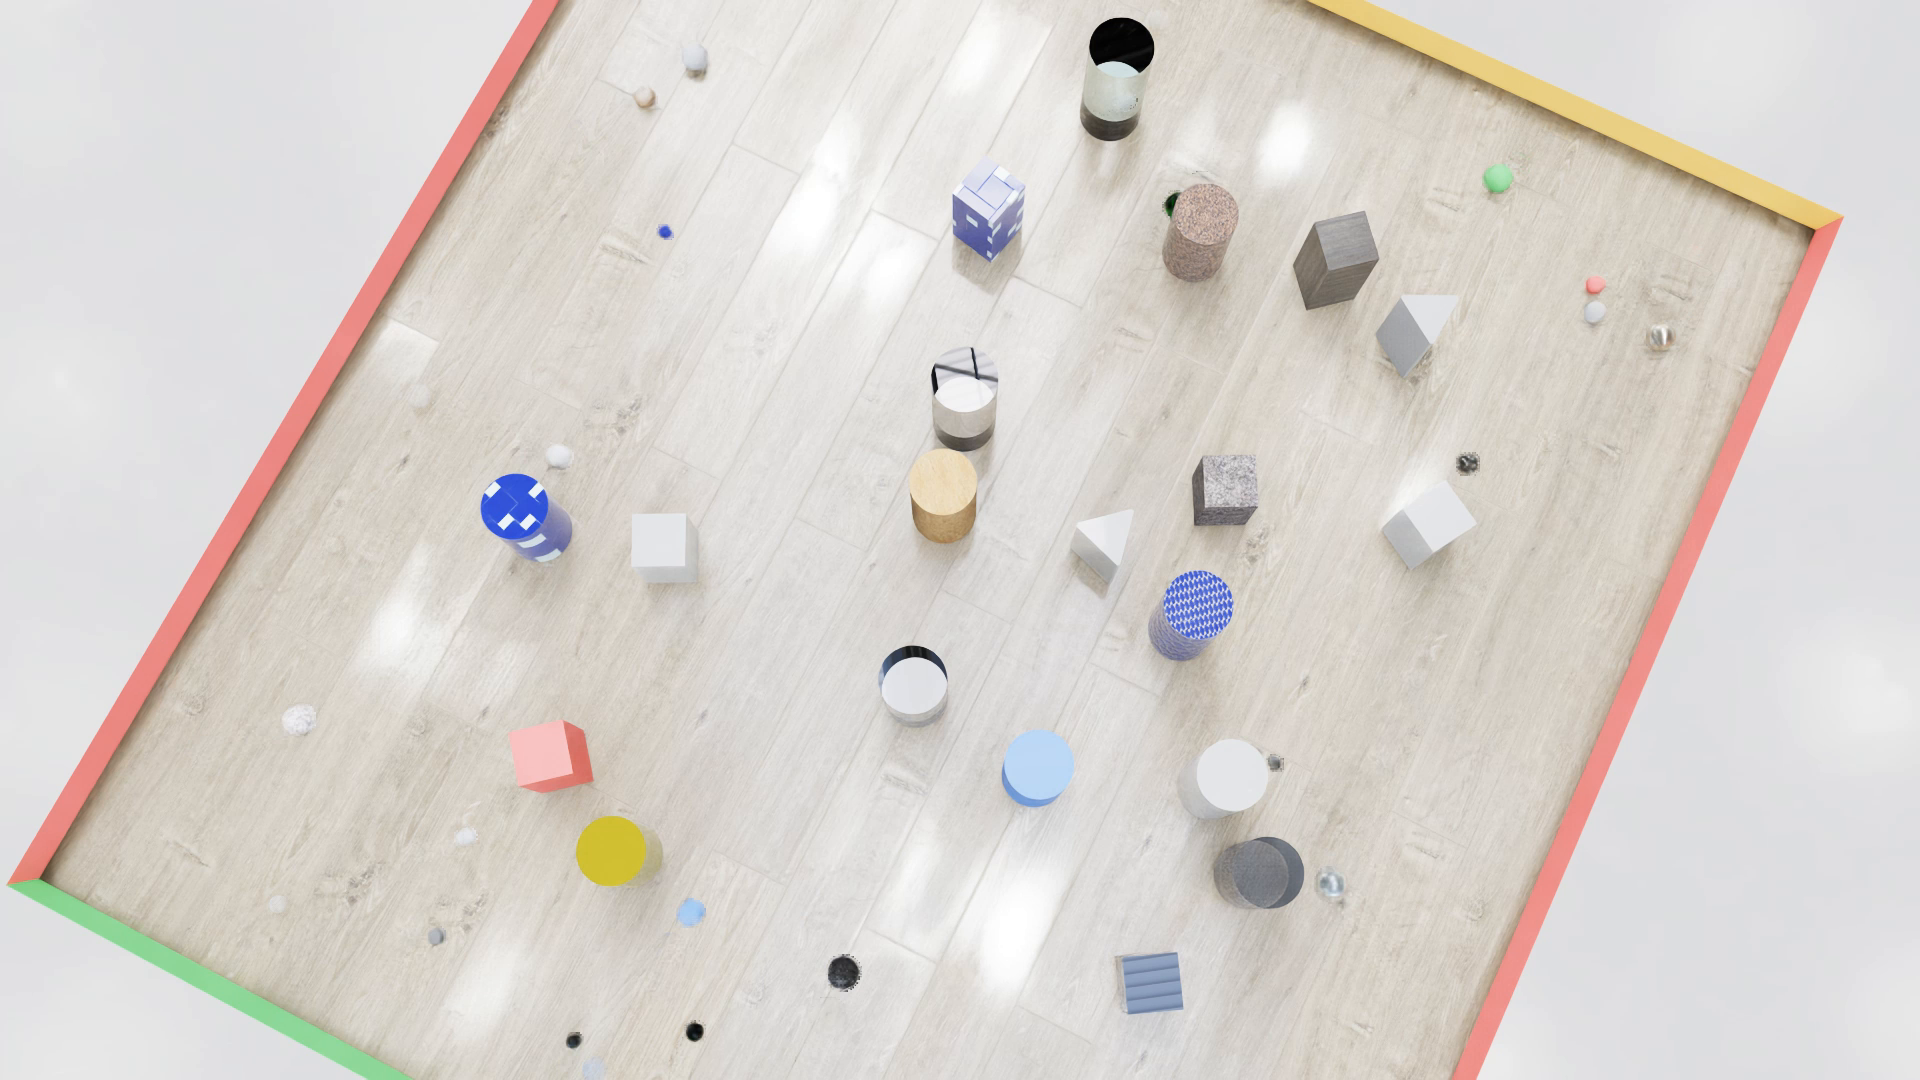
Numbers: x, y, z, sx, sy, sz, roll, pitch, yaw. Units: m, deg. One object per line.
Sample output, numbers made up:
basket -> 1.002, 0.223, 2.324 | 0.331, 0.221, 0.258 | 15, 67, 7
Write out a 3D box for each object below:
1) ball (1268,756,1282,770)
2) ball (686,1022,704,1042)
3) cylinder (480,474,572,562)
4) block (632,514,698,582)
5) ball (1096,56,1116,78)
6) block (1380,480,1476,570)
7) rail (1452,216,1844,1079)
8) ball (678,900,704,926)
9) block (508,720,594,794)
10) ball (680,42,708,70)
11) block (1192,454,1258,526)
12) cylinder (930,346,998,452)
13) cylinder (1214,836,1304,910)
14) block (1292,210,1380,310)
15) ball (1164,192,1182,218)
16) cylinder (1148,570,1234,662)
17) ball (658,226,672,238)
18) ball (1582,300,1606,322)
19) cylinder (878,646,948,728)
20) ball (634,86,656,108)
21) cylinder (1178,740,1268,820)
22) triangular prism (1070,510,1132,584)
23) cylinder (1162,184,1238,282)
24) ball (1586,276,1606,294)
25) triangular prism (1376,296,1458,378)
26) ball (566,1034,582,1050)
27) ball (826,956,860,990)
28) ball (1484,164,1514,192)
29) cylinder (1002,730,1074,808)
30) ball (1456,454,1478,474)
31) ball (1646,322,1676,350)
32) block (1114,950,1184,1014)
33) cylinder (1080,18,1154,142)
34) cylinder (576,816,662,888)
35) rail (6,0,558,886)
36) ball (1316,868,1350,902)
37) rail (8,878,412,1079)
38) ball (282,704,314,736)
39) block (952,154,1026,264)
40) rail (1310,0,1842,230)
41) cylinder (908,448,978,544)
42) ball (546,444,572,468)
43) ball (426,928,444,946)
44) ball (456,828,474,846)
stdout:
ball -> 0.937, 0.666, 5.458 | 0.041, 0.041, 0.041 | 0, 78, 0
ball -> -0.767, 1.422, 5.294 | 0.055, 0.055, 0.055 | 0, 78, 0
cylinder -> -1.286, -0.063, 5.456 | 0.196, 0.340, 0.196 | 0, 78, 0
block -> -0.879, 0.027, 5.476 | 0.156, 0.265, 0.156 | -1, 78, 0
ball -> 0.471, -1.520, 5.897 | 0.068, 0.068, 0.068 | 0, 78, 0
block -> 1.399, -0.041, 5.482 | 0.156, 0.281, 0.156 | -33, 80, -6
rail -> 1.770, 0.873, 5.370 | 0.045, 0.127, 4.290 | 26, 80, 5
ball -> -0.787, 1.092, 5.353 | 0.074, 0.074, 0.074 | 0, 78, 0
block -> -1.186, 0.632, 5.331 | 0.156, 0.302, 0.156 | -13, 79, -3
ball -> -0.853, -1.555, 5.893 | 0.088, 0.088, 0.088 | 0, 78, 0
block -> 0.796, -0.148, 5.514 | 0.156, 0.260, 0.156 | -1, 78, 0
cylinder -> 0.013, -0.414, 5.470 | 0.196, 0.455, 0.196 | 0, 78, 0
cylinder -> 0.847, 0.952, 5.217 | 0.196, 0.396, 0.196 | 0, 78, 0
block -> 1.147, -0.851, 5.608 | 0.156, 0.363, 0.156 | -14, 79, -3
ball -> 0.690, -1.054, 5.783 | 0.090, 0.090, 0.090 | 0, 78, 0
cylinder -> 0.667, 0.226, 5.342 | 0.196, 0.446, 0.196 | 0, 78, 0
ball -> -0.933, -0.974, 5.797 | 0.041, 0.041, 0.041 | 0, 78, 0
ball -> 1.984, -0.713, 5.729 | 0.069, 0.069, 0.069 | 0, 78, 0
cylinder -> -0.133, 0.430, 5.339 | 0.196, 0.368, 0.196 | 0, 78, 0
ball -> -1.009, -1.420, 5.875 | 0.070, 0.070, 0.070 | 0, 78, 0
cylinder -> 0.746, 0.689, 5.239 | 0.196, 0.460, 0.196 | 0, 78, 0
triangular prism -> 0.450, -0.006, 5.460 | 0.147, 0.310, 0.169 | -44, 82, -8
cylinder -> 0.737, -0.943, 5.644 | 0.196, 0.329, 0.196 | 0, 78, 0
ball -> 1.995, -0.801, 5.752 | 0.060, 0.060, 0.060 | 0, 78, 0
triangular prism -> 1.365, -0.648, 5.572 | 0.147, 0.350, 0.169 | 30, 80, 6
ball -> -1.117, 1.449, 5.293 | 0.046, 0.046, 0.046 | 0, 78, 0
ball -> -0.339, 1.254, 5.309 | 0.094, 0.094, 0.094 | 0, 78, 0
ball -> 1.708, -1.148, 5.809 | 0.088, 0.088, 0.088 | 0, 78, 0
cylinder -> 0.221, 0.663, 5.293 | 0.196, 0.364, 0.196 | 0, 78, 0
ball -> 1.561, -0.234, 5.632 | 0.064, 0.064, 0.064 | 0, 78, 0
ball -> 2.184, -0.633, 5.703 | 0.087, 0.087, 0.087 | 0, 78, 0
block -> 0.538, 1.261, 5.230 | 0.156, 0.246, 0.156 | -5, 78, -1
cylinder -> 0.482, -1.421, 5.678 | 0.196, 0.456, 0.196 | 0, 78, 0
cylinder -> -0.977, 0.901, 5.276 | 0.196, 0.302, 0.196 | 0, 78, 0
rail -> -1.770, -0.860, 5.729 | 0.045, 0.127, 4.290 | 26, 80, 5
ball -> 1.091, 1.008, 5.358 | 0.098, 0.098, 0.098 | 0, 78, 0
rail -> -0.949, 1.865, 5.165 | 4.006, 0.127, 0.045 | 26, 80, 5
ball -> -1.972, 0.536, 5.459 | 0.091, 0.091, 0.091 | 0, 78, 0
block -> 0.087, -1.017, 5.655 | 0.156, 0.337, 0.156 | 38, 81, 7
rail -> 0.949, -1.851, 5.934 | 4.006, 0.127, 0.045 | 26, 80, 5
cylinder -> -0.049, -0.126, 5.436 | 0.196, 0.404, 0.196 | 0, 78, 0
ball -> -1.233, -0.259, 5.632 | 0.076, 0.076, 0.076 | 0, 78, 0
ball -> -1.531, 1.159, 5.352 | 0.050, 0.050, 0.050 | 0, 78, 0
ball -> -1.459, 0.877, 5.408 | 0.053, 0.053, 0.053 | 0, 78, 0
